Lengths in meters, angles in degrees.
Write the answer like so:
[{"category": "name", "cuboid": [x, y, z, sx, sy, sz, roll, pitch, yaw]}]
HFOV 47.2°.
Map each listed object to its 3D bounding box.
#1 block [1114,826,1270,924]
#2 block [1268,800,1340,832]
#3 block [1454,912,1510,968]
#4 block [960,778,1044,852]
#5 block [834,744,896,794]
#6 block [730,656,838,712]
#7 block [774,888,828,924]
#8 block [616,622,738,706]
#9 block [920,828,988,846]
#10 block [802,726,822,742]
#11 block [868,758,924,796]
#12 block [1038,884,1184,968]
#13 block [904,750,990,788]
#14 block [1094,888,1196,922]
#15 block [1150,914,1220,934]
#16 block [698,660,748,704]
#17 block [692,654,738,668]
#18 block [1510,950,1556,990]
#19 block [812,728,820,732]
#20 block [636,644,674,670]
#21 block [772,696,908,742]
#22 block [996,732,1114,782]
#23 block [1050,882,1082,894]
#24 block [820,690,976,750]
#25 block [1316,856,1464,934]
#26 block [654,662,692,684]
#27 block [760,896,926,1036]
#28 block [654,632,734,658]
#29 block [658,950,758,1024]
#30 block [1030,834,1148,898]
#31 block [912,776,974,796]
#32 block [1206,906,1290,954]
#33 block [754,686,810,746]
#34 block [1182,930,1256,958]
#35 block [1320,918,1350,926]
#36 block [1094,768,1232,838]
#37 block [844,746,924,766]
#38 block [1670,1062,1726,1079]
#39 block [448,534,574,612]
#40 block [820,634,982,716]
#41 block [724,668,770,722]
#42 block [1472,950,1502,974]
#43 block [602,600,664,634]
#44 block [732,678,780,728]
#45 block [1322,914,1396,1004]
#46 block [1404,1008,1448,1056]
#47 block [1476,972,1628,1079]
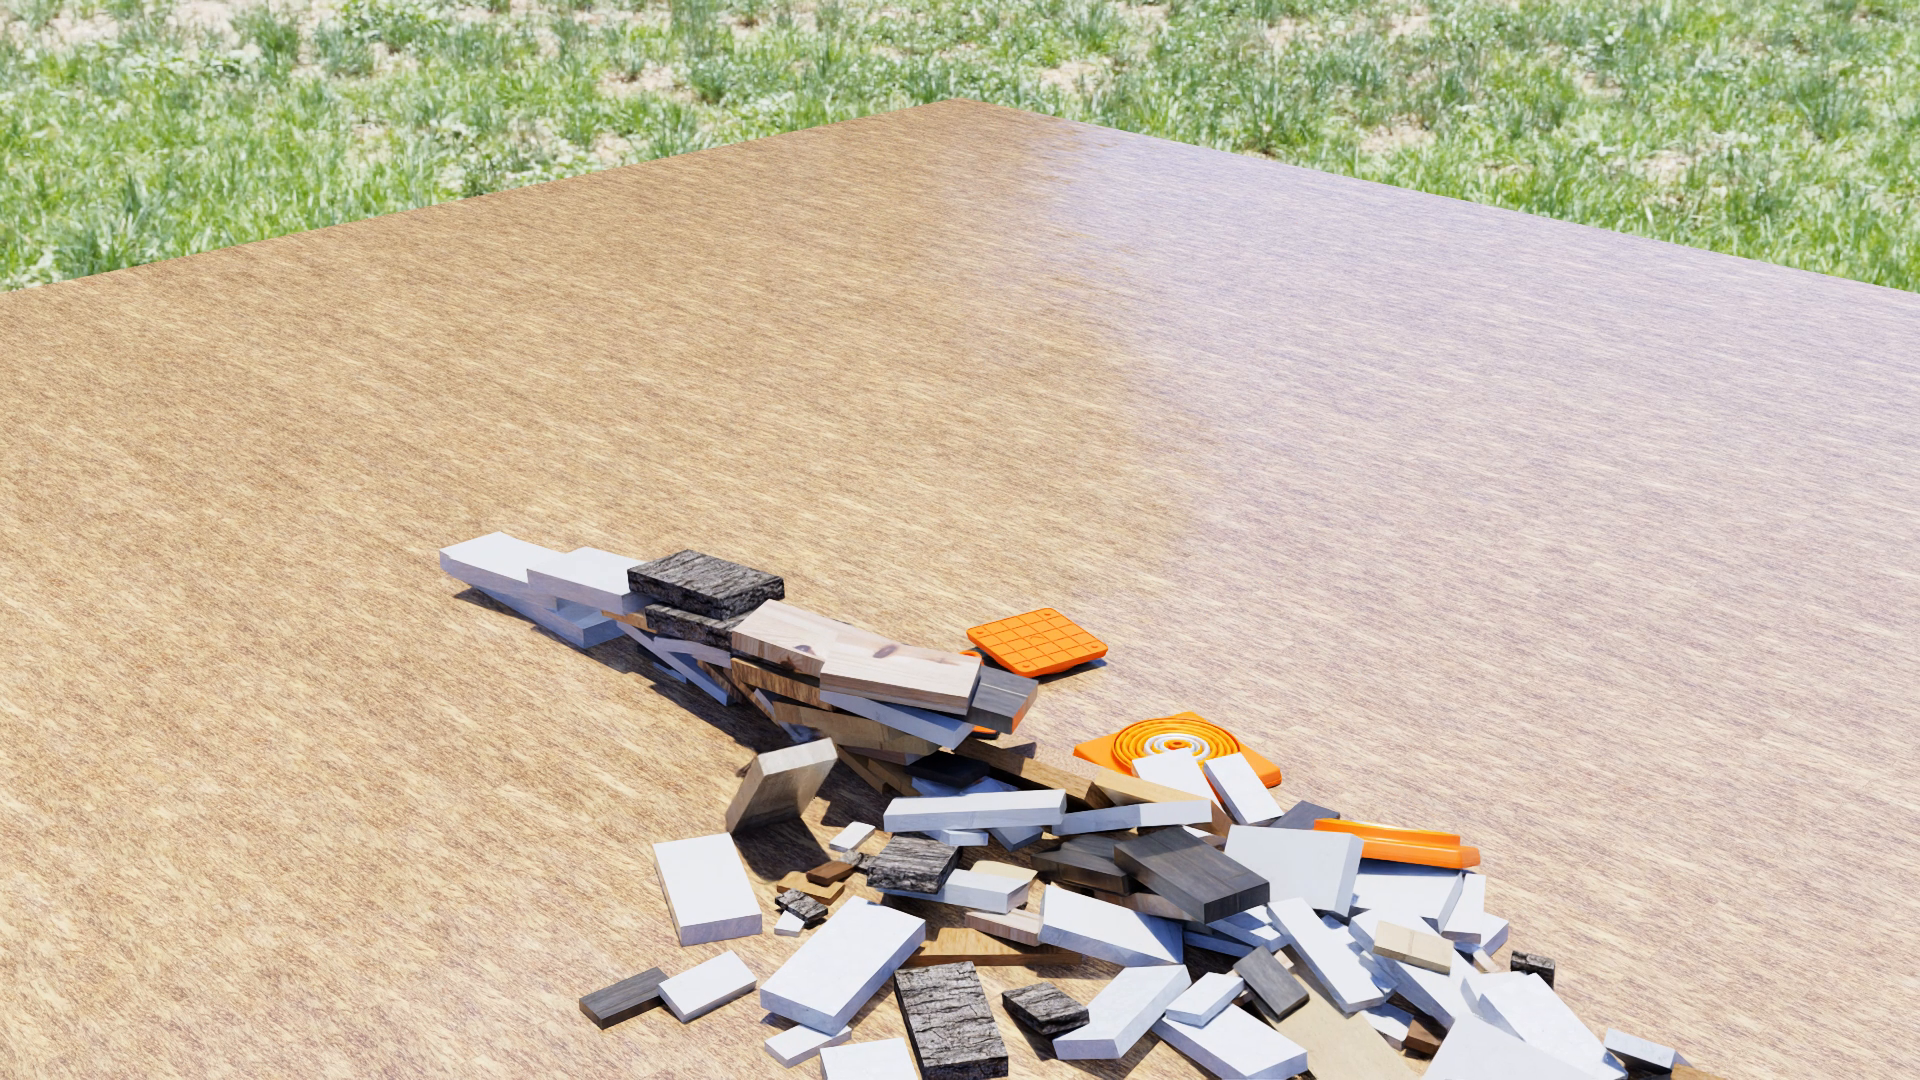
[{"category": "block", "cuboid": [0.414, 0.599, 3.951, 0.141, 0.040, 0.283, -13, 20, -27]}, {"category": "block", "cuboid": [0.675, 0.576, 4.372, 0.088, 0.025, 0.175, 16, 28, 34]}, {"category": "block", "cuboid": [0.849, 0.701, 4.056, 0.283, 0.040, 0.142, 18, 29, 36]}, {"category": "block", "cuboid": [0.082, 0.547, 4.375, 0.082, 0.023, 0.165, -20, 48, -37]}, {"category": "block", "cuboid": [-0.182, 0.456, 4.609, 0.098, 0.028, 0.195, -19, 38, -35]}, {"category": "block", "cuboid": [-0.322, 0.278, 4.635, 0.309, 0.044, 0.154, 14, 28, 42]}, {"category": "block", "cuboid": [-0.296, 0.682, 4.101, 0.049, 0.014, 0.097, -21, 31, -40]}, {"category": "block", "cuboid": [-0.619, 0.257, 5.011, 0.104, 0.029, 0.402, -21, 40, -40]}, {"category": "block", "cuboid": [-0.020, 0.569, 4.306, 0.083, 0.023, 0.166, 3, 4, -27]}, {"category": "block", "cuboid": [-0.309, 0.396, 4.720, 0.060, 0.017, 0.120, -21, 66, -40]}, {"category": "block", "cuboid": [-0.086, 0.489, 4.518, 0.195, 0.028, 0.098, 32, 40, 34]}, {"category": "block", "cuboid": [0.271, 0.706, 3.957, 0.259, 0.037, 0.130, 17, 23, -2]}, {"category": "block", "cuboid": [-0.027, 0.461, 4.446, 0.165, 0.023, 0.082, 9, 24, 45]}, {"category": "block", "cuboid": [0.390, 0.647, 4.055, 0.141, 0.040, 0.283, -17, 7, -34]}, {"category": "block", "cuboid": [0.425, 0.686, 4.061, 0.087, 0.025, 0.174, -20, 17, -41]}, {"category": "block", "cuboid": [-0.502, 0.300, 4.903, 0.085, 0.024, 0.170, -18, 41, -37]}, {"category": "block", "cuboid": [-0.512, 0.252, 4.879, 0.085, 0.024, 0.170, -19, 20, -39]}, {"category": "block", "cuboid": [0.977, 0.755, 3.757, 0.071, 0.142, 0.020, 9, 50, 21]}, {"category": "block", "cuboid": [-0.285, 0.362, 4.738, 0.060, 0.017, 0.120, 19, 47, -15]}, {"category": "block", "cuboid": [-0.682, 0.262, 5.073, 0.064, 0.018, 0.128, -20, 30, -39]}, {"category": "block", "cuboid": [-0.216, 0.349, 4.573, 0.348, 0.044, 0.154, 6, 23, 44]}, {"category": "block", "cuboid": [0.224, 0.472, 4.480, 0.284, 0.040, 0.142, 17, -16, 37]}, {"category": "block", "cuboid": [0.195, 0.682, 4.133, 0.058, 0.016, 0.116, 3, 23, 7]}, {"category": "block", "cuboid": [-0.111, 0.318, 4.439, 0.309, 0.044, 0.154, 18, 32, 22]}, {"category": "block", "cuboid": [0.751, 0.638, 3.987, 0.283, 0.040, 0.142, 4, 32, 30]}, {"category": "block", "cuboid": [-0.641, 0.292, 5.050, 0.064, 0.018, 0.128, -20, 30, -38]}, {"category": "block", "cuboid": [-0.203, 0.744, 3.869, 0.151, 0.043, 0.302, 15, 31, 26]}, {"category": "block", "cuboid": [-0.568, 0.223, 4.904, 0.208, 0.029, 0.104, 3, 18, 30]}, {"category": "block", "cuboid": [-0.443, 0.782, 3.858, 0.157, 0.022, 0.079, -20, 49, -38]}, {"category": "block", "cuboid": [0.274, 0.613, 4.156, 0.141, 0.040, 0.283, -16, 10, -33]}, {"category": "block", "cuboid": [-0.011, 0.514, 4.445, 0.082, 0.023, 0.165, -24, 43, -39]}, {"category": "block", "cuboid": [0.521, 0.684, 3.923, 0.087, 0.025, 0.174, -17, 20, -35]}, {"category": "block", "cuboid": [-0.365, 0.365, 4.740, 0.154, 0.022, 0.077, 48, 46, 13]}, {"category": "block", "cuboid": [0.497, 0.718, 3.978, 0.087, 0.025, 0.174, -19, 13, -37]}, {"category": "block", "cuboid": [0.757, 0.697, 3.987, 0.255, 0.036, 0.127, 20, 42, 38]}, {"category": "block", "cuboid": [0.393, 0.508, 4.251, 0.245, 0.122, 0.035, 13, 70, 33]}, {"category": "block", "cuboid": [-0.142, 0.421, 4.555, 0.098, 0.028, 0.195, -24, 21, -39]}, {"category": "block", "cuboid": [1.205, 0.875, 3.532, 0.091, 0.026, 0.183, 14, -10, 30]}, {"category": "block", "cuboid": [-1.056, 0.078, 5.382, 0.359, 0.051, 0.180, 15, 27, 31]}, {"category": "block", "cuboid": [-0.117, 0.265, 4.359, 0.295, 0.042, 0.148, 9, 30, 7]}, {"category": "block", "cuboid": [-0.437, 0.323, 4.839, 0.085, 0.024, 0.170, -18, 50, -37]}, {"category": "block", "cuboid": [0.916, 0.773, 3.773, 0.019, 0.131, 0.066, -24, 28, -7]}, {"category": "block", "cuboid": [-0.721, 0.164, 5.053, 0.104, 0.029, 0.208, -22, 25, -40]}, {"category": "block", "cuboid": [-0.414, 0.336, 4.789, 0.154, 0.022, 0.077, 41, 44, 23]}, {"category": "block", "cuboid": [0.689, 0.729, 3.834, 0.179, 0.025, 0.090, 31, 37, 29]}, {"category": "block", "cuboid": [0.835, 0.846, 3.707, 0.155, 0.022, 0.077, 17, 30, 17]}, {"category": "block", "cuboid": [0.960, 0.810, 3.569, 0.116, 0.033, 0.232, -12, 40, -26]}]
